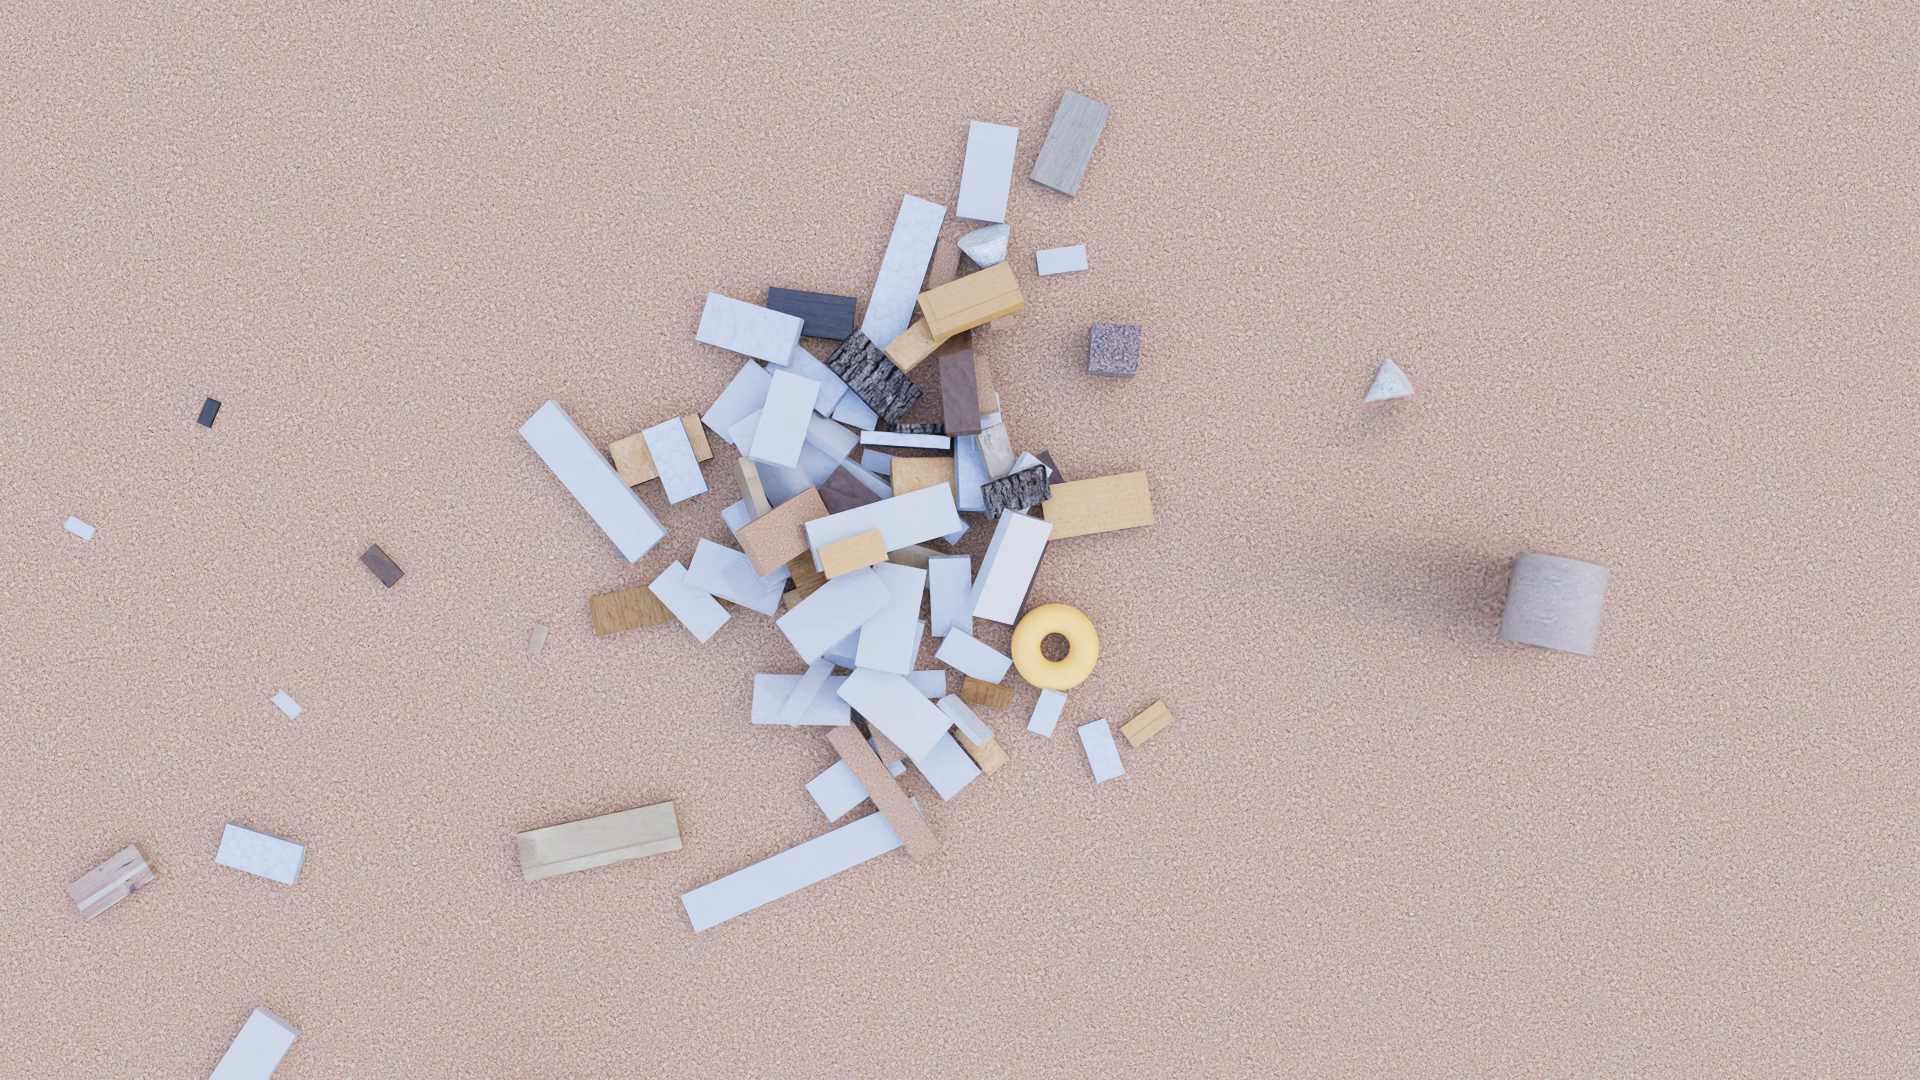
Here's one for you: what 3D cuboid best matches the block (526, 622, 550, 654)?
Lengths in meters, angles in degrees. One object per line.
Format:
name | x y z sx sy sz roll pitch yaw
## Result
block | -1.404 0.328 5.493 0.048 0.014 0.095 19 90 0

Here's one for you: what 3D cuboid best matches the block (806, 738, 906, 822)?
block | -0.345 0.786 5.478 0.304 0.043 0.152 -36 90 0

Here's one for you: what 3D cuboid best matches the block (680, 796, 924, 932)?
block | -0.513 1.076 5.481 0.842 0.038 0.133 -23 90 0

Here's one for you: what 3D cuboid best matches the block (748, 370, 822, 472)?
block | -0.566 -0.387 5.344 0.153 0.043 0.307 16 74 -4

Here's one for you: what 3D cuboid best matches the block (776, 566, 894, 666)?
block | -0.401 0.229 5.322 0.348 0.049 0.174 -37 81 -4

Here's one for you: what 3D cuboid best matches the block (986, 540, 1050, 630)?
block | 0.188 0.126 5.483 0.117 0.033 0.328 21 90 0

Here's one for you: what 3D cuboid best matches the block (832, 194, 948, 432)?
block | -0.234 -0.752 5.479 0.145 0.041 0.783 18 90 0

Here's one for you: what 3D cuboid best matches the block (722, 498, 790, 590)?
block | -0.644 -0.003 5.443 0.149 0.042 0.299 -32 85 -19

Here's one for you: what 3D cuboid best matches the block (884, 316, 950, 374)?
block | -0.062 -0.713 5.426 0.409 0.029 0.103 -41 76 -13

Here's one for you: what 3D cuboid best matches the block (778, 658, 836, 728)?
block | -0.504 0.498 5.417 0.070 0.020 0.254 24 59 14

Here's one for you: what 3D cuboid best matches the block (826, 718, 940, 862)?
block | -0.253 0.822 5.443 0.098 0.028 0.517 -36 90 0

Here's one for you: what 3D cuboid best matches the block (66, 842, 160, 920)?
block | -2.814 1.134 5.481 0.266 0.038 0.133 -33 90 0

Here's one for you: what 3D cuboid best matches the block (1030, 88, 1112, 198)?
block | 0.366 -1.315 5.477 0.160 0.045 0.320 22 90 0

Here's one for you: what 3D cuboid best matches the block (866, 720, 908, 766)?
block | -0.238 0.614 5.440 0.117 0.033 0.233 -22 89 0

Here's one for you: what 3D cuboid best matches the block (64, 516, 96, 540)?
block | -2.930 -0.040 5.493 0.092 0.013 0.046 29 90 0

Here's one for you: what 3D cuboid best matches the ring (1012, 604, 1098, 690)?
ring | 0.314 0.354 5.452 0.292 0.097 0.292 0 89 1

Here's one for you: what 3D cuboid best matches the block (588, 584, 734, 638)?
block | -0.993 0.205 5.482 0.463 0.037 0.130 -13 90 0

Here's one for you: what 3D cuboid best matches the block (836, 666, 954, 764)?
block | -0.215 0.547 5.397 0.358 0.051 0.179 41 81 -3

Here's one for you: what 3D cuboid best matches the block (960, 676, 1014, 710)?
block | 0.088 0.509 5.466 0.165 0.023 0.082 15 127 0

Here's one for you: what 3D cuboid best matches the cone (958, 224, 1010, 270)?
cone | 0.106 -0.924 5.459 0.182 0.182 0.182 -20 117 0

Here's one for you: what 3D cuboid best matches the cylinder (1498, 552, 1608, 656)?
cylinder | 1.927 0.207 5.357 0.288 0.288 0.288 11 90 0

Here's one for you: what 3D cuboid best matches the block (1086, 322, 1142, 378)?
block | 0.503 -0.622 5.422 0.156 0.156 0.156 5 90 0

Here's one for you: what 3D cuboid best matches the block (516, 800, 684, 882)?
block | -1.195 0.997 5.477 0.531 0.045 0.160 -12 90 0

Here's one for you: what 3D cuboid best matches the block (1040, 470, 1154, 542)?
block | 0.449 -0.113 5.457 0.358 0.051 0.179 -9 87 -4

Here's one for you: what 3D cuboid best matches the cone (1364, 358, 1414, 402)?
cone | 1.398 -0.498 5.467 0.147 0.147 0.147 -39 90 27

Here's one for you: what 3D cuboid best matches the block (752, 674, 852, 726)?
block | -0.519 0.527 5.437 0.320 0.045 0.160 1 56 0

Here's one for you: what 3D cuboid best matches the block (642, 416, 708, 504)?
block | -0.937 -0.261 5.437 0.130 0.037 0.260 -21 90 0

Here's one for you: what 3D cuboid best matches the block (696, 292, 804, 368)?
block | -0.694 -0.693 5.444 0.328 0.046 0.164 17 92 11

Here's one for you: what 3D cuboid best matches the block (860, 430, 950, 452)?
block | -0.177 -0.326 5.428 0.290 0.145 0.041 4 90 0

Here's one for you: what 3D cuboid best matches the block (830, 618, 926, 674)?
block | -0.326 0.306 5.442 0.392 0.049 0.174 14 101 0

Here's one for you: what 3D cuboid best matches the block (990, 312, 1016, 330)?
block | 0.130 -0.771 5.422 0.081 0.023 0.163 -8 71 -4

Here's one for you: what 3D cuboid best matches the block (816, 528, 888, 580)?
block | -0.342 0.045 5.252 0.207 0.029 0.104 -18 92 -13

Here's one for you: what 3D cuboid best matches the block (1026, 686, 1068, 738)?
block | 0.288 0.568 5.454 0.082 0.023 0.165 20 116 0

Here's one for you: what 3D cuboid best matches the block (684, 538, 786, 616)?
block | -0.735 0.123 5.435 0.312 0.044 0.156 21 72 -7

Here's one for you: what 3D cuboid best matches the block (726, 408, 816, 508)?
block | -0.621 -0.271 5.429 0.149 0.042 0.311 -29 97 15

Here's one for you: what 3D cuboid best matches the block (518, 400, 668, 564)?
block | -1.212 -0.193 5.450 0.152 0.043 0.585 -41 88 12

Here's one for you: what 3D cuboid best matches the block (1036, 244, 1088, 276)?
block | 0.339 -0.930 5.488 0.163 0.023 0.081 -8 90 0

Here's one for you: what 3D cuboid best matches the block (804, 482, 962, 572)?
block | -0.248 -0.043 5.317 0.487 0.046 0.164 -16 91 -13

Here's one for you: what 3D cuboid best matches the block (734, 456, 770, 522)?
block | -0.659 -0.109 5.363 0.043 0.153 0.307 -17 80 -17

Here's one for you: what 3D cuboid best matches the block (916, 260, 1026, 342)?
block | 0.035 -0.780 5.394 0.320 0.045 0.160 -21 71 -2

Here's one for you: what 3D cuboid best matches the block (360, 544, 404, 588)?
block | -1.924 0.086 5.490 0.070 0.020 0.139 -44 90 0

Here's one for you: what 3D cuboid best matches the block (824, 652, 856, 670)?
block | -0.395 0.390 5.492 0.112 0.016 0.056 17 90 0

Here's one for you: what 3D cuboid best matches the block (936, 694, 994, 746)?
block | 0.018 0.590 5.425 0.196 0.098 0.028 44 112 15
